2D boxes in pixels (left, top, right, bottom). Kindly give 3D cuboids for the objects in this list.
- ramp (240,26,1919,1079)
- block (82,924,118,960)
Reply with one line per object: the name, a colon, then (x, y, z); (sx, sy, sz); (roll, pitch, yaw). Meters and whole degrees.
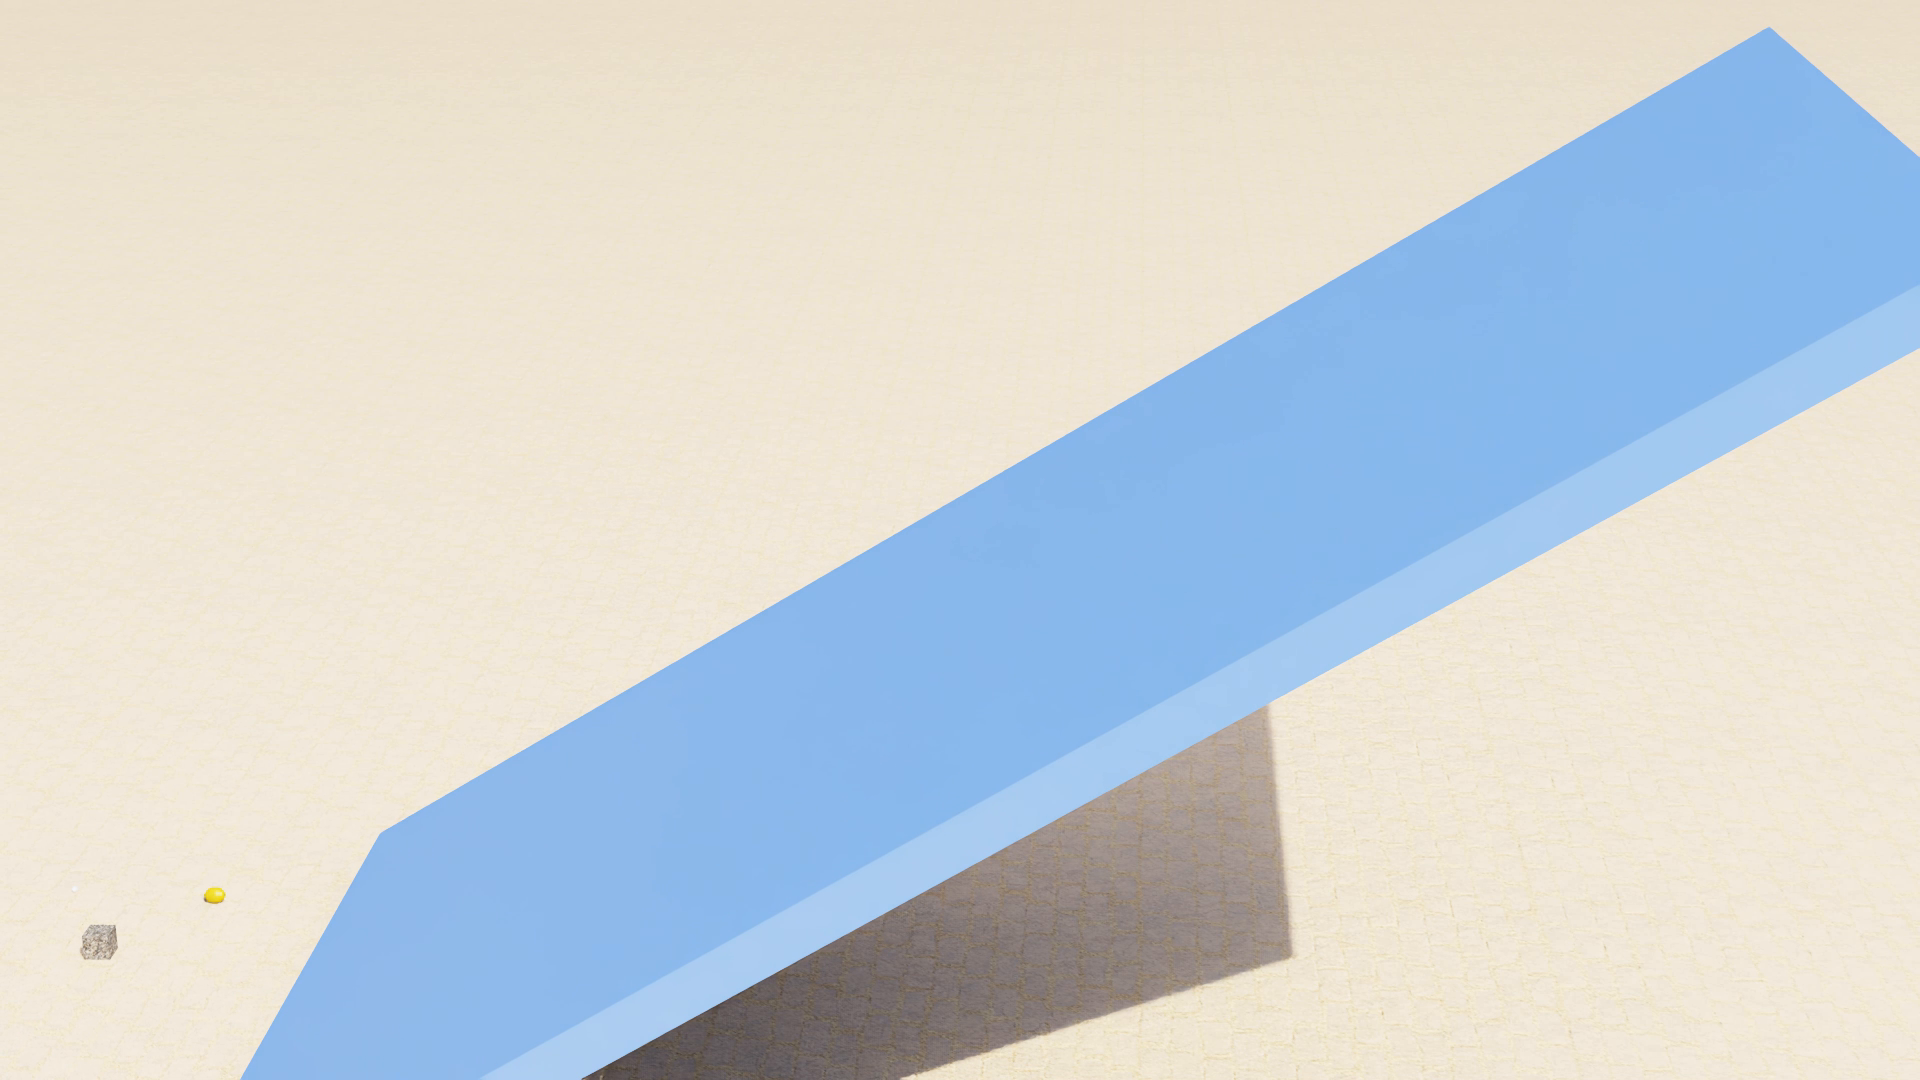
ramp: (0.141, 0.169, 6.291); (4.000, 0.100, 2.000); (-30, 15, 13)
block: (-2.109, 0.986, 7.212); (0.064, 0.064, 0.064); (1, 20, 2)
